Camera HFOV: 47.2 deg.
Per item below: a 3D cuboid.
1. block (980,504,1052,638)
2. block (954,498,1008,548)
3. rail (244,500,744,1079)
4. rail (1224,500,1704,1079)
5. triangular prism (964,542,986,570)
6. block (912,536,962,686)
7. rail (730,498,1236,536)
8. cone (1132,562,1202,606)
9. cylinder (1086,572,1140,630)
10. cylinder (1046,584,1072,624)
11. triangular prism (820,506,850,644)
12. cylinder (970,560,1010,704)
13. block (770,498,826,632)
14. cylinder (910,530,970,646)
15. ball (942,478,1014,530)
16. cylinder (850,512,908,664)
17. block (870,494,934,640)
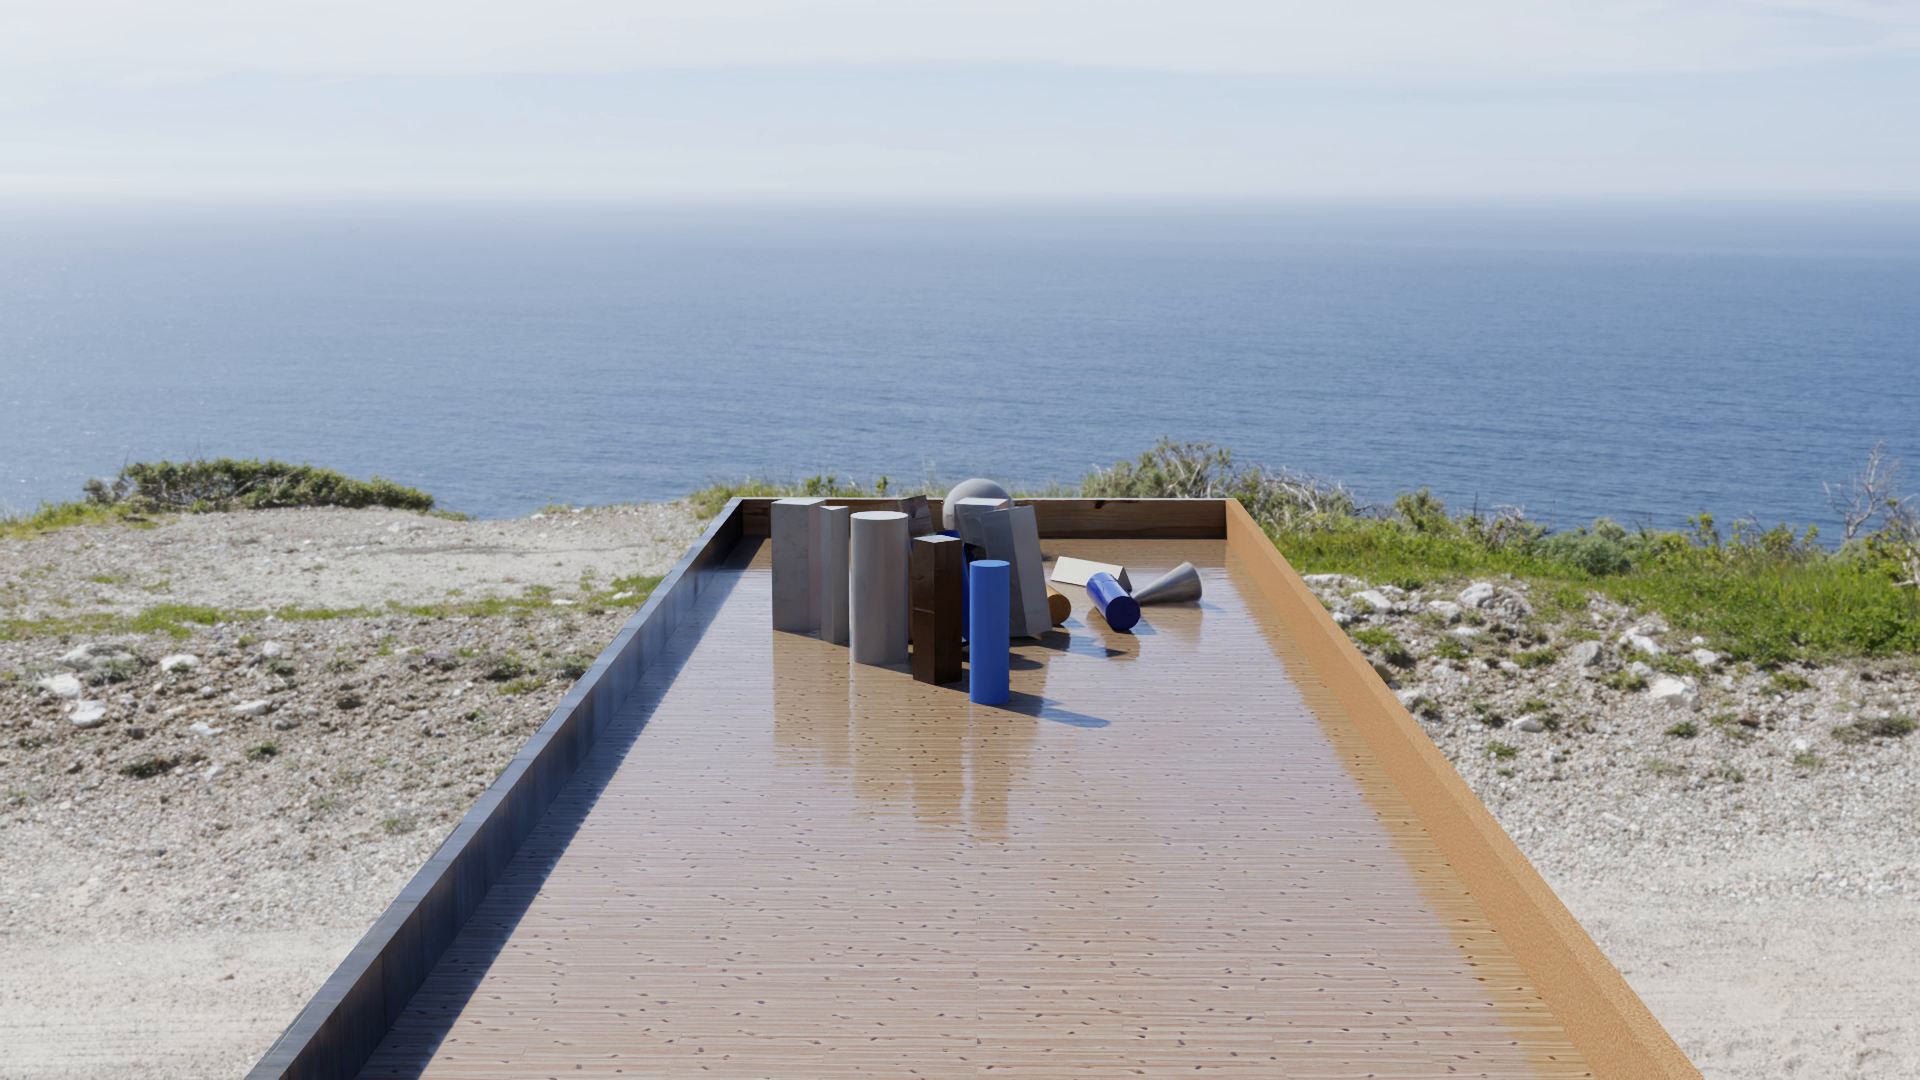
[{"bbox_3d":[0.180,0.101,7.029,0.123,0.404,0.123,-7,2,43],"label":"block"},{"bbox_3d":[0.069,0.077,7.215,0.146,0.410,0.146,2,9,14],"label":"block"},{"bbox_3d":[-1.004,0.839,3.234,0.050,0.150,12.000,0,9,1],"label":"rail"},{"bbox_3d":[1.046,0.843,3.208,0.050,0.150,12.000,0,9,1],"label":"rail"},{"bbox_3d":[0.005,0.159,6.994,0.080,0.339,0.093,34,-40,-22],"label":"triangular prism"},{"bbox_3d":[-0.066,0.203,6.393,0.102,0.418,0.102,-7,11,-38],"label":"block"},{"bbox_3d":[0.099,-0.098,9.147,2.100,0.150,0.050,0,9,1],"label":"rail"},{"bbox_3d":[0.669,0.188,7.605,0.305,0.141,0.141,-17,14,-19],"label":"cone"},{"bbox_3d":[0.511,0.202,7.367,0.115,0.115,0.455,-1,9,-5],"label":"cylinder"},{"bbox_3d":[0.286,0.204,7.395,0.101,0.101,0.311,-2,9,-12],"label":"cylinder"},{"bbox_3d":[-0.409,0.108,6.961,0.078,0.428,0.090,6,11,32],"label":"triangular prism"},{"bbox_3d":[0.083,0.257,6.145,0.111,0.389,0.111,0,9,0],"label":"cylinder"},{"bbox_3d":[-0.524,0.080,7.169,0.133,0.417,0.133,4,10,22],"label":"block"},{"bbox_3d":[-0.038,0.157,6.804,0.158,0.347,0.158,-13,-8,-2],"label":"cylinder"},{"bbox_3d":[0.074,-0.098,8.696,0.293,0.293,0.293,0,9,0],"label":"ball"},{"bbox_3d":[-0.244,0.144,6.682,0.174,0.443,0.174,0,9,0],"label":"cylinder"},{"bbox_3d":[-0.150,0.089,6.983,0.130,0.439,0.130,-12,1,34],"label":"block"}]
